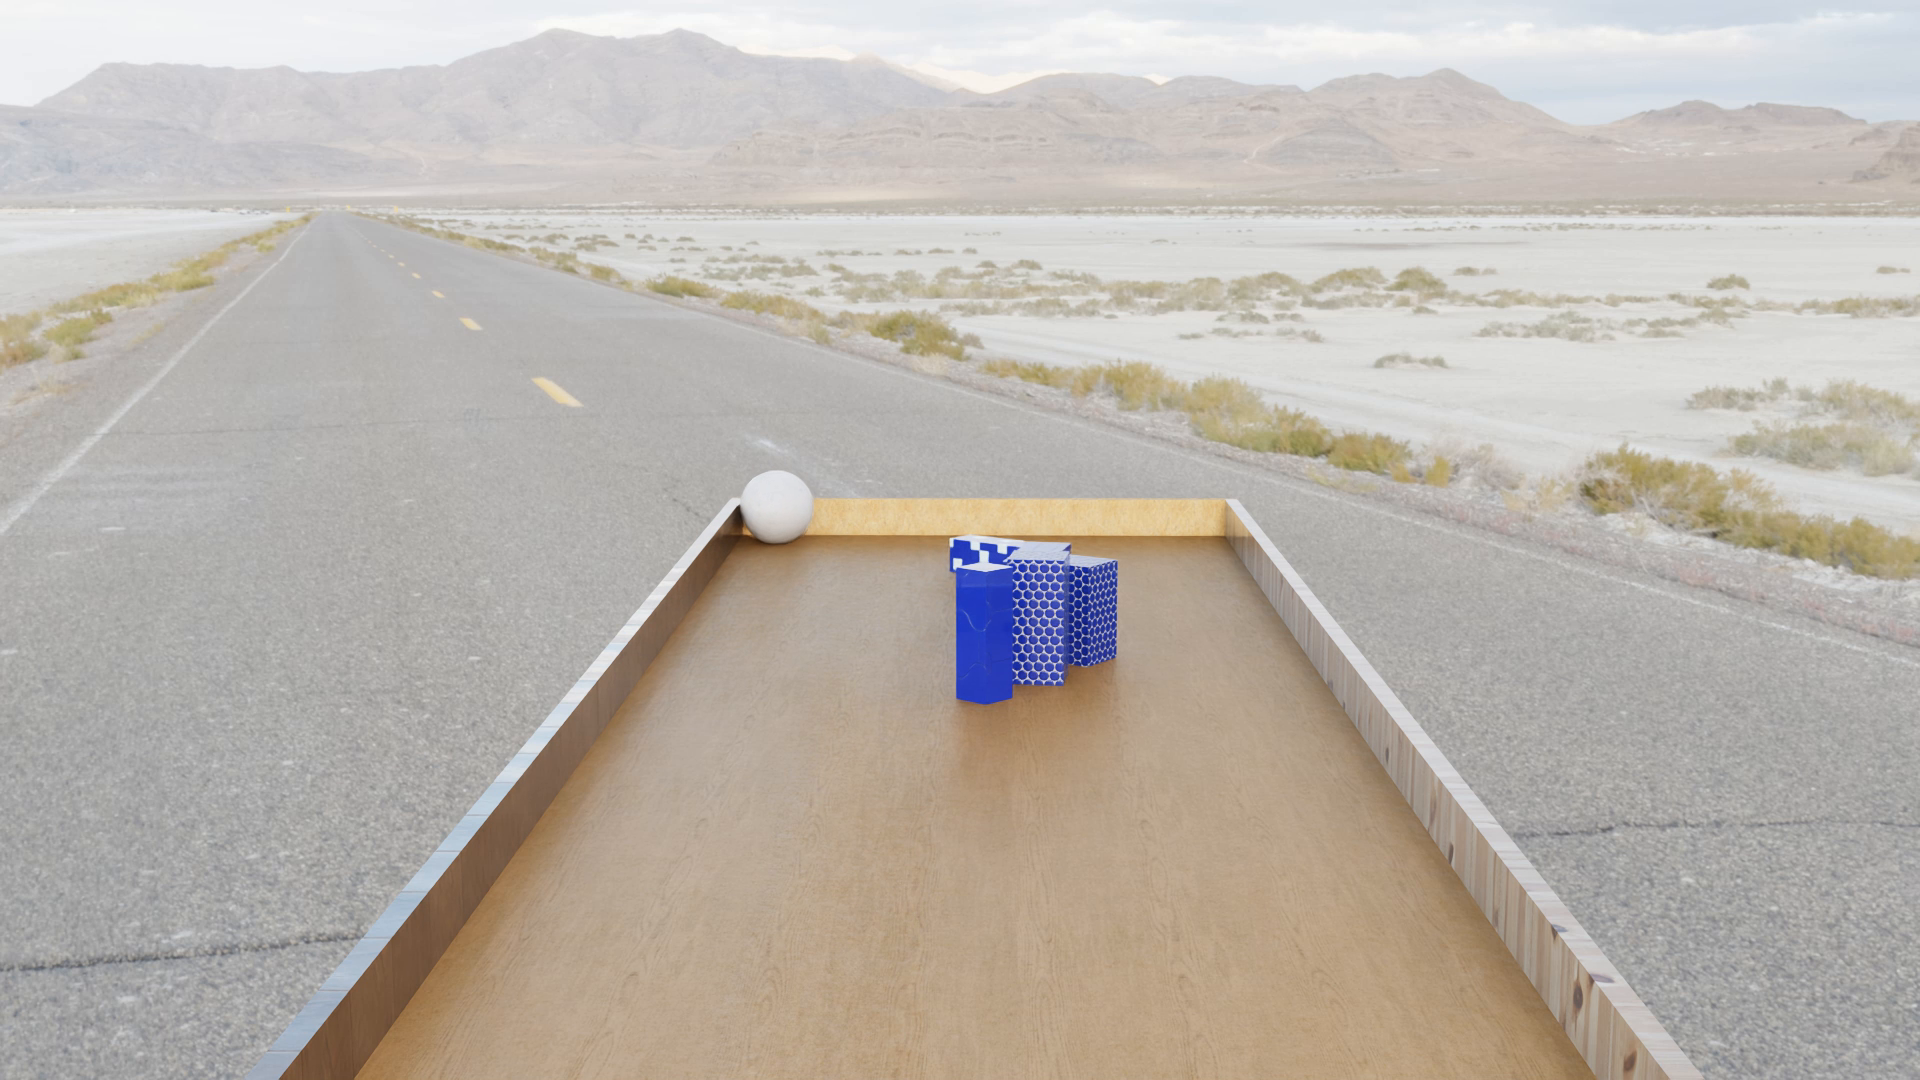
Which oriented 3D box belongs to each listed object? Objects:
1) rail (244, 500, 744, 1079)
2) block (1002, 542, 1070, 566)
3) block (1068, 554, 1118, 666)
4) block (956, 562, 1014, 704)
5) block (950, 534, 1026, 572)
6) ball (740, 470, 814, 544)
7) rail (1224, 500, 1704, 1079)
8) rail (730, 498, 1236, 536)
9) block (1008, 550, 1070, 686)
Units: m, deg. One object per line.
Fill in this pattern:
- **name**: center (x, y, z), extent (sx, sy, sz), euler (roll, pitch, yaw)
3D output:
- **rail**: center (-1.004, 0.839, 3.234), extent (0.050, 0.150, 12.000), euler (0, 9, 1)
- **block**: center (0.248, 0.109, 7.009), extent (0.143, 0.143, 0.408), euler (2, 9, 12)
- **block**: center (0.361, 0.213, 6.696), extent (0.170, 0.303, 0.170), euler (6, 11, 34)
- **block**: center (0.069, 0.261, 6.165), extent (0.113, 0.376, 0.113), euler (8, 12, 42)
- **block**: center (0.158, 0.067, 8.187), extent (0.401, 0.124, 0.124), euler (7, 11, 37)
- **ball**: center (-0.742, -0.134, 8.902), extent (0.298, 0.298, 0.298), euler (0, 9, 0)
- **rail**: center (1.046, 0.843, 3.208), extent (0.050, 0.150, 12.000), euler (0, 9, 1)
- **rail**: center (0.099, -0.098, 9.147), extent (2.100, 0.150, 0.050), euler (0, 9, 1)
- **block**: center (0.229, 0.225, 6.415), extent (0.164, 0.367, 0.164), euler (1, 9, 8)
